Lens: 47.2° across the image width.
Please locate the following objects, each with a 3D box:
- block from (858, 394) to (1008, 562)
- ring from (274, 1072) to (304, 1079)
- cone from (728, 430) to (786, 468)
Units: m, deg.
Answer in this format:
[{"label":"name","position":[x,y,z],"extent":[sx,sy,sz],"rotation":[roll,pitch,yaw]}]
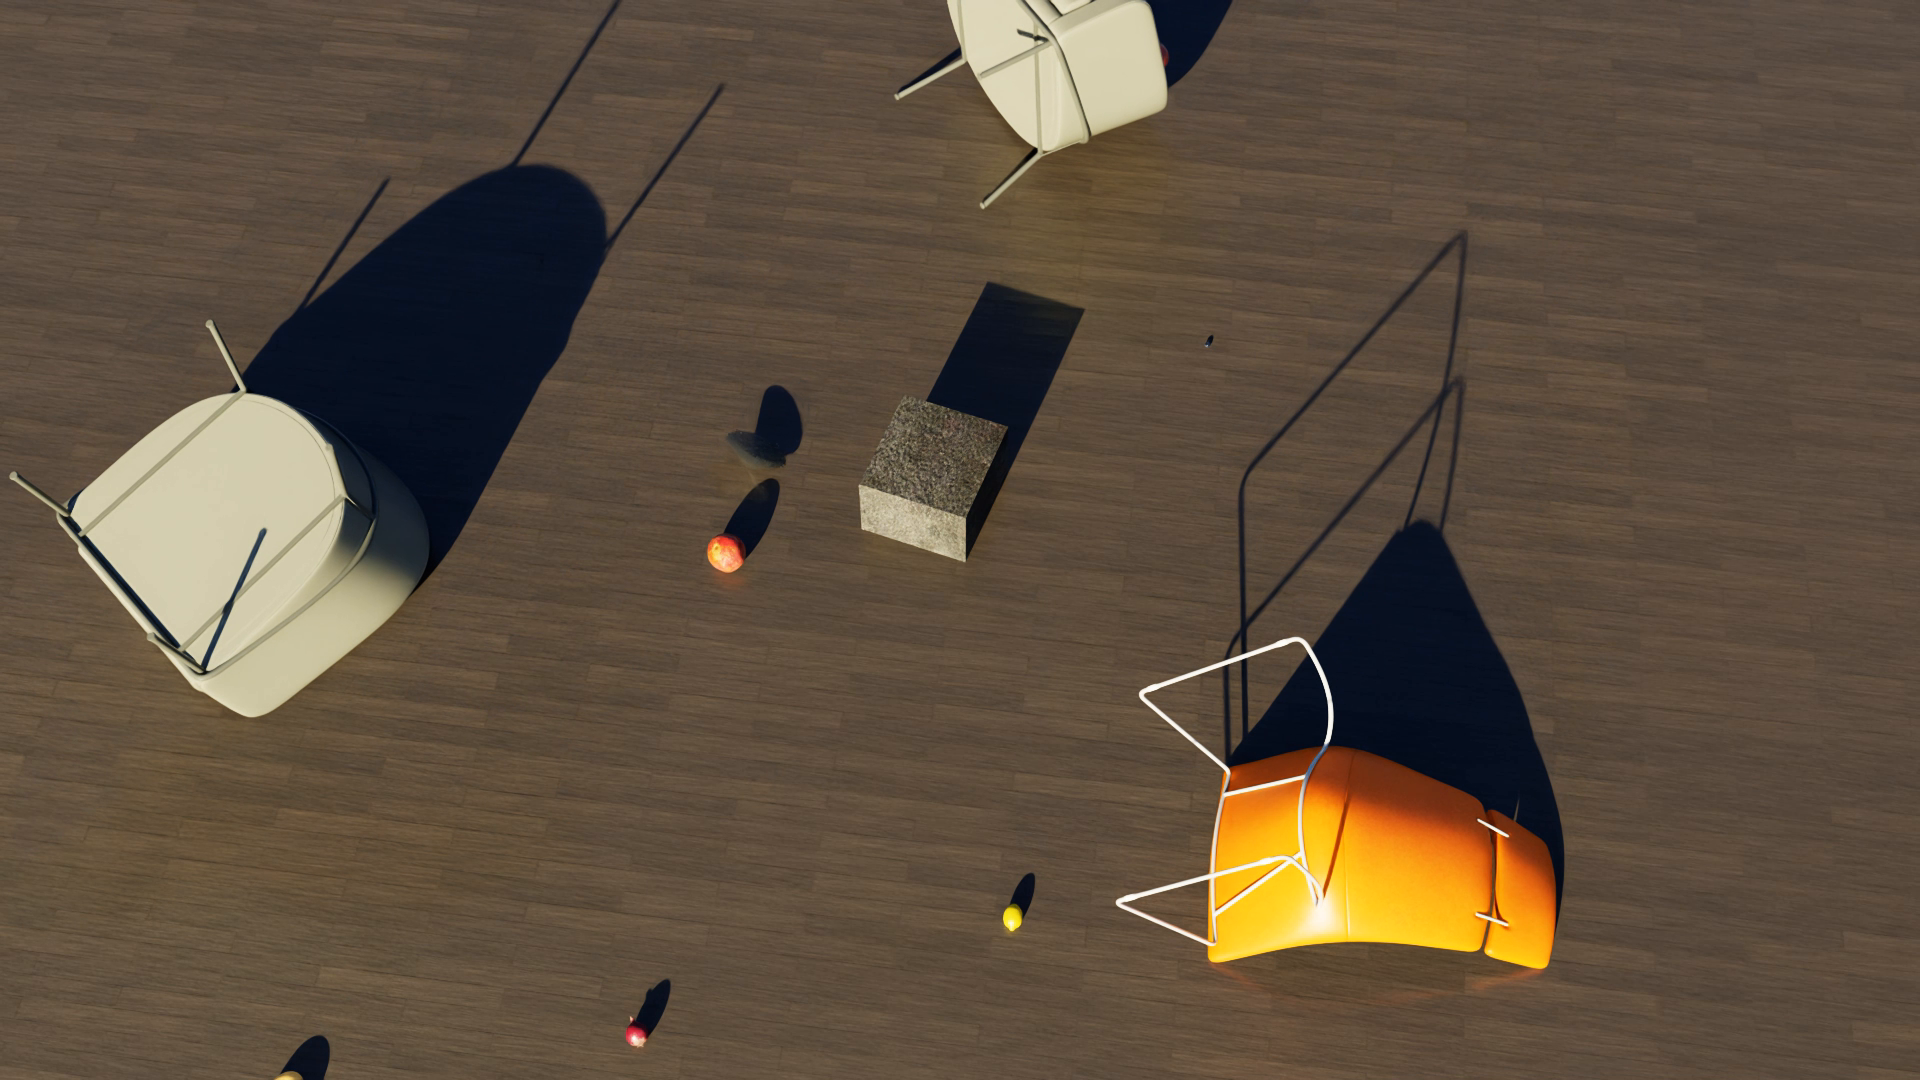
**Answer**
[{"label":"block","position":[-0.076,-0.185,6.559],"extent":[0.334,0.231,0.353],"rotation":[18,58,12]},{"label":"ring","position":[-1.725,1.440,5.578],"extent":[0.112,0.049,0.196],"rotation":[12,56,6]},{"label":"cone","position":[-0.635,-0.246,6.704],"extent":[0.194,0.074,0.190],"rotation":[17,29,-25]}]
